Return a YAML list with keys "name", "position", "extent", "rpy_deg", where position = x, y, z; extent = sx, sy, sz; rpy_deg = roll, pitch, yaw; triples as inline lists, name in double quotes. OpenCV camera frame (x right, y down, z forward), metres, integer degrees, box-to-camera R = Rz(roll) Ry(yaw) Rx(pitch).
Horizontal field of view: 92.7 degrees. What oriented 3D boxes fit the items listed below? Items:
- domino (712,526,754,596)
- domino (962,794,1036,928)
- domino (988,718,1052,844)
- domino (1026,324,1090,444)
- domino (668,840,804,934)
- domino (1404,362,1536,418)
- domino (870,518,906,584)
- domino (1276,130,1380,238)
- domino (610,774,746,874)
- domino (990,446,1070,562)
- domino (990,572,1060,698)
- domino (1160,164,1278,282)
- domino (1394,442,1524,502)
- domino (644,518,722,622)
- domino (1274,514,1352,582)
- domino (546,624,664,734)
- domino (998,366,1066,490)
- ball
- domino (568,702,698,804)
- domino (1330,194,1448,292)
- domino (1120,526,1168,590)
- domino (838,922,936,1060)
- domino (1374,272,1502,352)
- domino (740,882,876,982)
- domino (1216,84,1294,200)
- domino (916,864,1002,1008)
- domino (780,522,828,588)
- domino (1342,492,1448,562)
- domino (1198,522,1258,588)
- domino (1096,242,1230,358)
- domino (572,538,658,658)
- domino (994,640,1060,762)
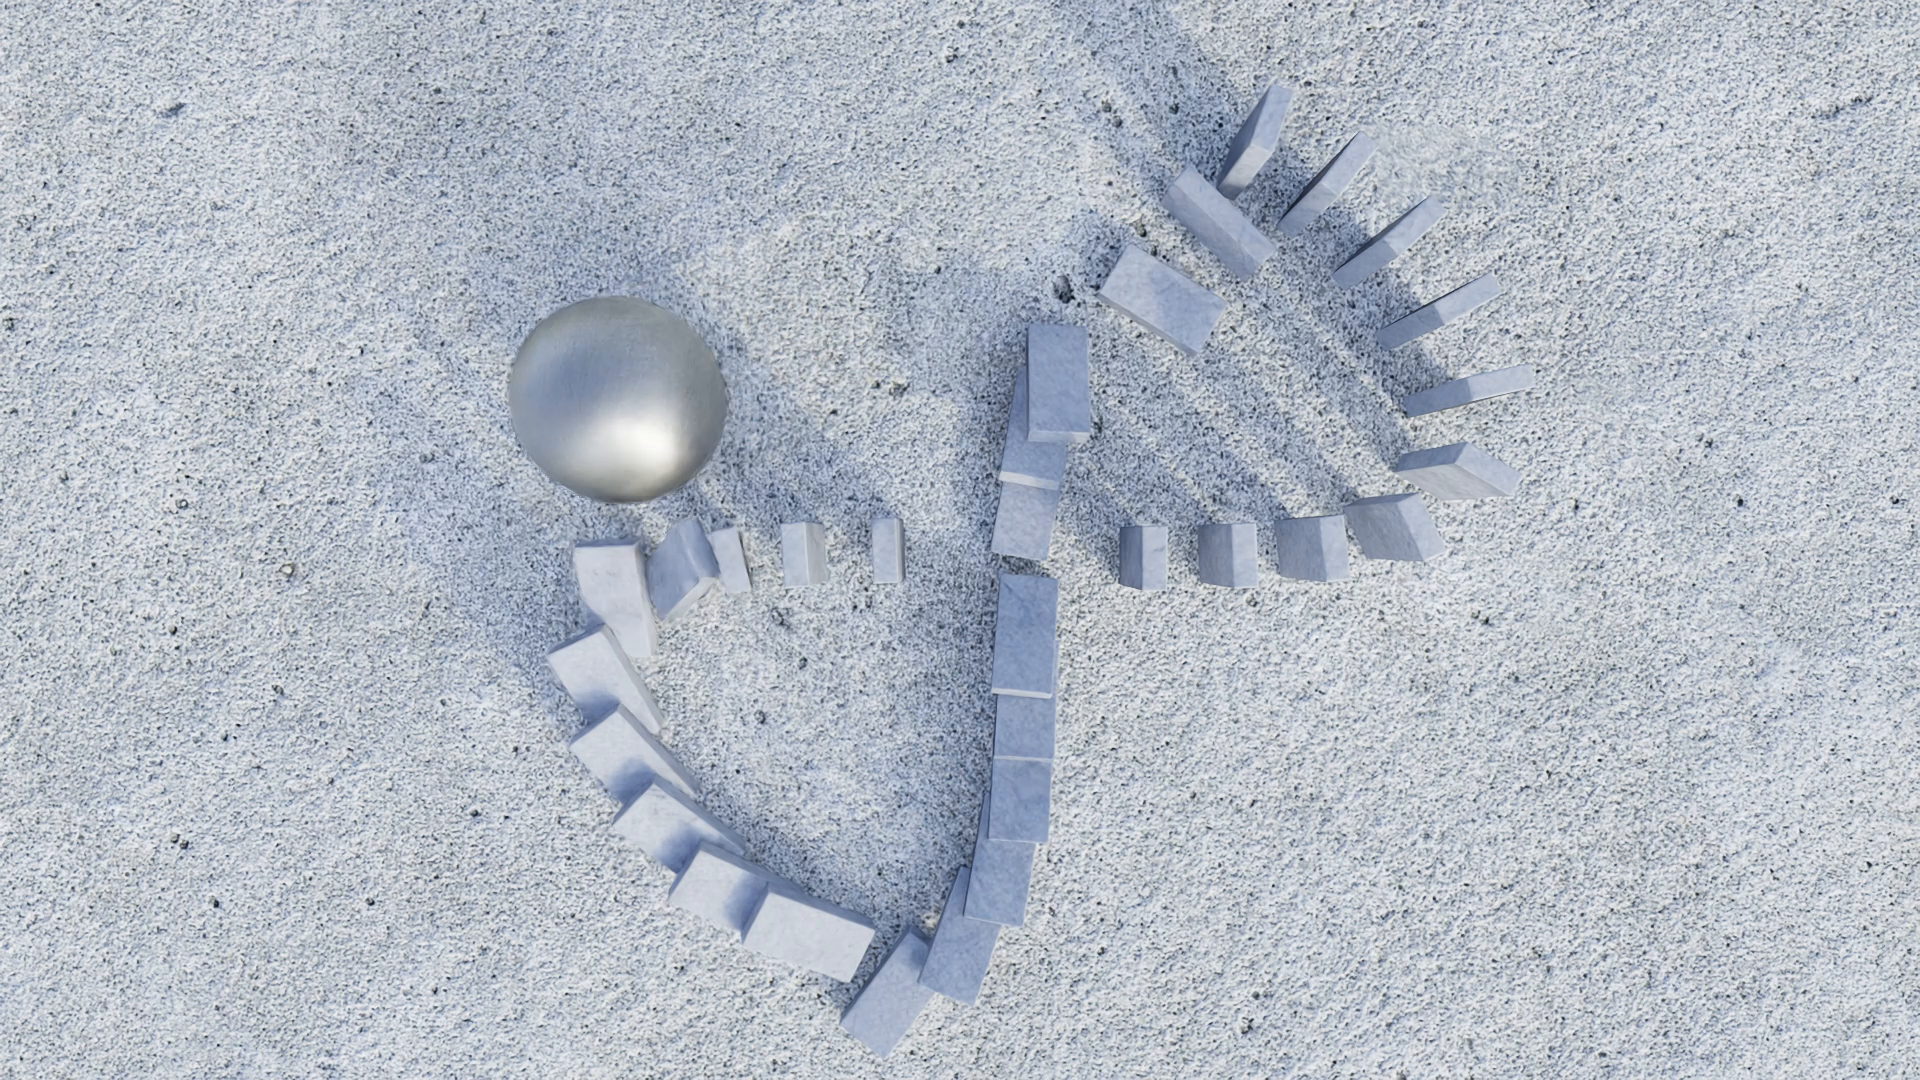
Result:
- name: "domino"
  position: [-0.092, 0.009, 0.375]
  extent: [0.010, 0.050, 0.025]
  rpy_deg: [-14, 90, -12]
- name: "domino"
  position: [0.018, 0.135, 0.388]
  extent: [0.025, 0.010, 0.050]
  rpy_deg: [11, 73, 0]
- name: "domino"
  position: [0.026, 0.102, 0.388]
  extent: [0.025, 0.009, 0.050]
  rpy_deg: [4, 73, 0]
- name: "domino"
  position: [0.041, -0.066, 0.384]
  extent: [0.025, 0.010, 0.050]
  rpy_deg: [2, 71, -3]
- name: "domino"
  position: [-0.095, 0.150, 0.388]
  extent: [0.050, 0.010, 0.025]
  rpy_deg: [32, 90, -17]
- name: "domino"
  position: [0.207, -0.061, 0.375]
  extent: [0.025, 0.050, 0.009]
  rpy_deg: [-13, 90, 0]
- name: "domino"
  position: [-0.029, 0.004, 0.375]
  extent: [0.009, 0.050, 0.025]
  rpy_deg: [-2, 90, 0]
- name: "domino"
  position: [0.149, -0.144, 0.375]
  extent: [0.010, 0.050, 0.025]
  rpy_deg: [38, 90, 0]
- name: "domino"
  position: [-0.119, 0.125, 0.388]
  extent: [0.025, 0.009, 0.050]
  rpy_deg: [-46, 107, 0]
- name: "domino"
  position: [0.030, -0.017, 0.395]
  extent: [0.025, 0.010, 0.050]
  rpy_deg: [11, 90, 0]
- name: "domino"
  position: [0.027, 0.040, 0.386]
  extent: [0.025, 0.010, 0.050]
  rpy_deg: [6, 69, 1]
- name: "domino"
  position: [0.109, -0.133, 0.388]
  extent: [0.050, 0.025, 0.010]
  rpy_deg: [43, 90, 0]
- name: "domino"
  position: [0.202, -0.027, 0.375]
  extent: [0.025, 0.050, 0.010]
  rpy_deg: [30, 90, 0]
- name: "domino"
  position: [-0.115, 0.013, 0.376]
  extent: [0.009, 0.050, 0.025]
  rpy_deg: [-17, 78, -41]
- name: "domino"
  position: [0.143, 0.003, 0.375]
  extent: [0.010, 0.050, 0.025]
  rpy_deg: [-7, 90, 0]
- name: "domino"
  position: [-0.150, 0.063, 0.388]
  extent: [0.025, 0.010, 0.050]
  rpy_deg: [-24, 107, 0]
- name: "domino"
  position: [0.033, -0.048, 0.387]
  extent: [0.025, 0.010, 0.050]
  rpy_deg: [10, 71, 0]
- name: "ball"
  position: [-0.133, -0.055, 0.360]
  extent: [0.080, 0.080, 0.080]
  rpy_deg: [0, 90, 0]
- name: "domino"
  position: [-0.138, 0.096, 0.388]
  extent: [0.025, 0.009, 0.050]
  rpy_deg: [-36, 107, 0]
- name: "domino"
  position: [0.174, -0.120, 0.375]
  extent: [0.025, 0.050, 0.009]
  rpy_deg: [-42, 90, 0]
- name: "domino"
  position: [0.074, 0.007, 0.375]
  extent: [0.010, 0.050, 0.025]
  rpy_deg: [0, 90, 0]
- name: "domino"
  position: [-0.027, 0.194, 0.395]
  extent: [0.025, 0.009, 0.050]
  rpy_deg: [37, 90, 0]
- name: "domino"
  position: [0.194, -0.092, 0.375]
  extent: [0.025, 0.050, 0.009]
  rpy_deg: [-29, 90, 0]
- name: "domino"
  position: [-0.064, 0.166, 0.388]
  extent: [0.050, 0.010, 0.025]
  rpy_deg: [27, 90, -17]
- name: "domino"
  position: [0.119, -0.161, 0.375]
  extent: [0.010, 0.050, 0.025]
  rpy_deg: [20, 90, 0]
- name: "domino"
  position: [0.003, 0.167, 0.389]
  extent: [0.025, 0.009, 0.050]
  rpy_deg: [22, 75, 0]
- name: "domino"
  position: [-0.063, 0.006, 0.375]
  extent: [0.009, 0.050, 0.025]
  rpy_deg: [-4, 90, 0]
- name: "domino"
  position: [0.177, -0.005, 0.375]
  extent: [0.010, 0.050, 0.025]
  rpy_deg: [-25, 90, 0]
- name: "domino"
  position: [0.109, 0.006, 0.375]
  extent: [0.009, 0.050, 0.025]
  rpy_deg: [-3, 90, 0]
- name: "domino"
  position: [0.087, -0.103, 0.395]
  extent: [0.050, 0.009, 0.025]
  rpy_deg: [31, 90, 0]
- name: "domino"
  position: [-0.145, 0.025, 0.388]
  extent: [0.025, 0.009, 0.050]
  rpy_deg: [-2, 107, 1]
- name: "domino"
  position: [0.028, 0.067, 0.389]
  extent: [0.025, 0.009, 0.050]
  rpy_deg: [4, 74, 0]
